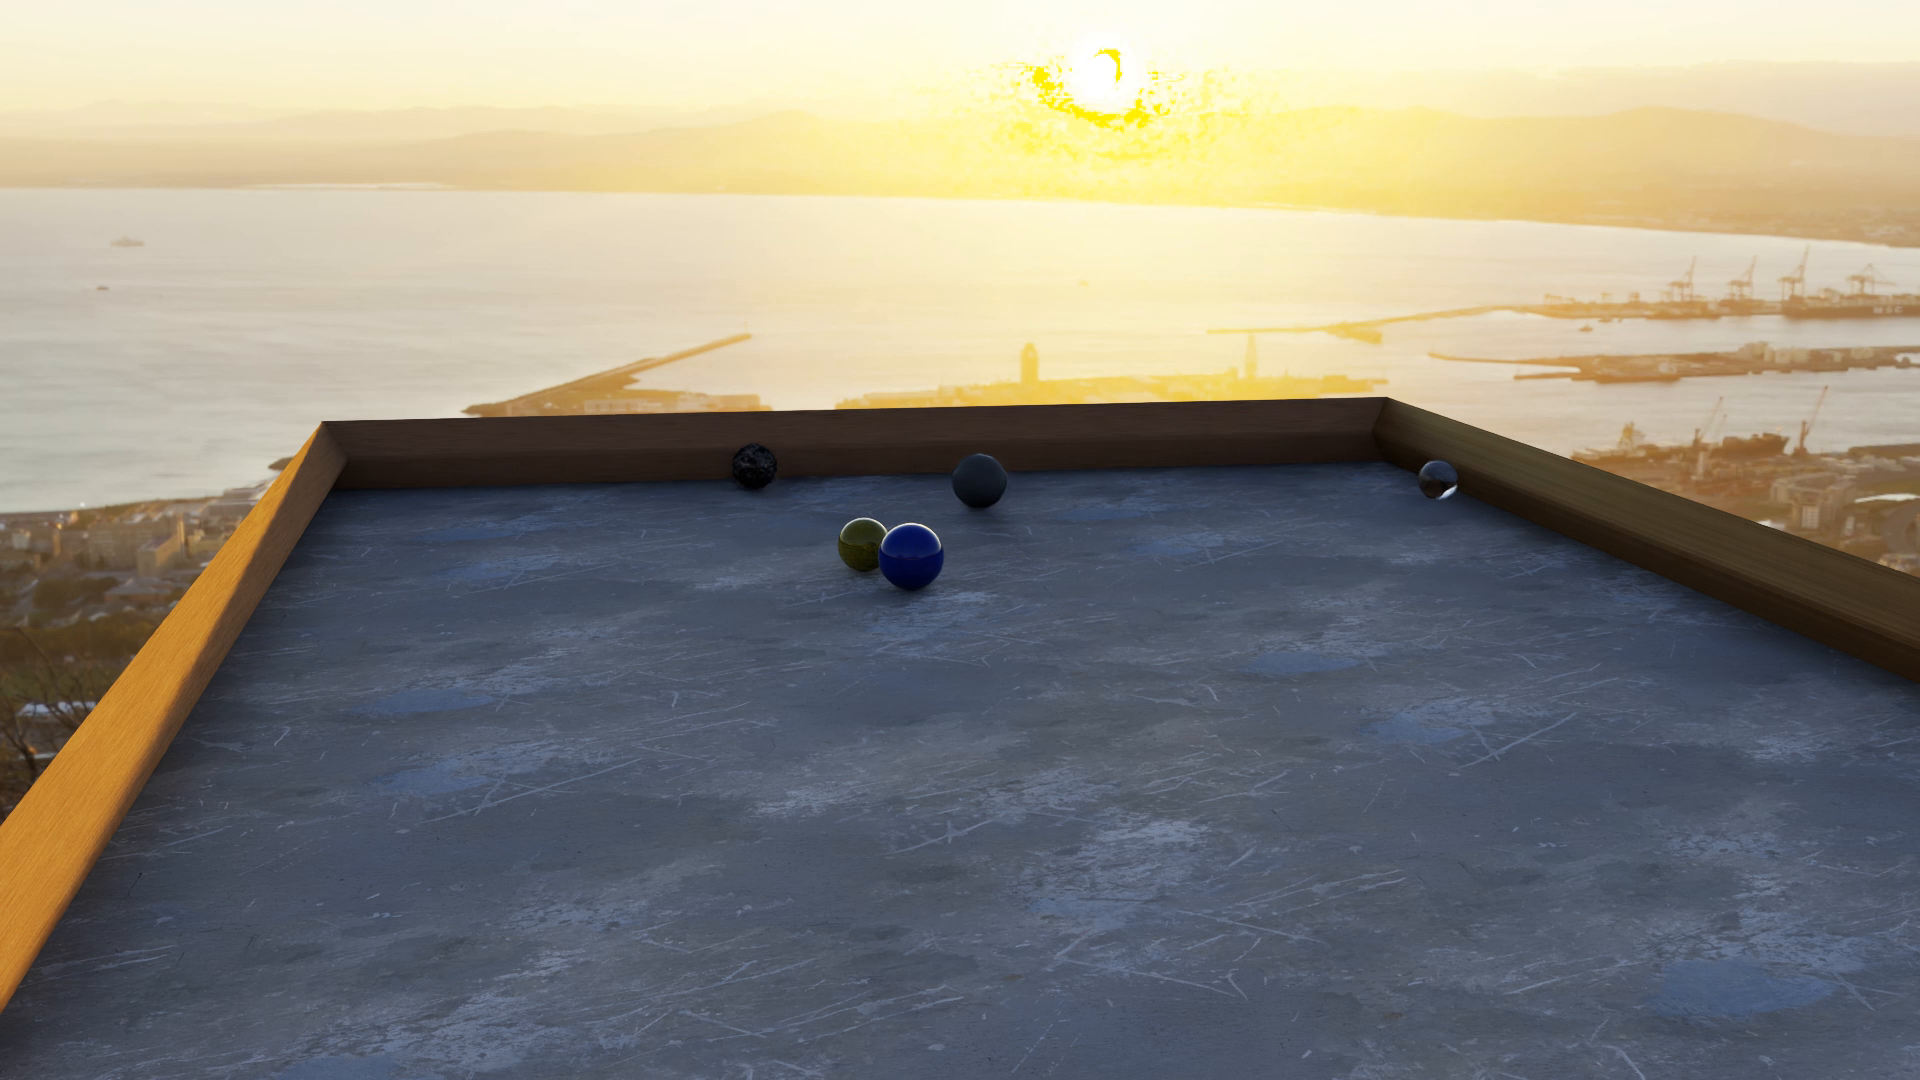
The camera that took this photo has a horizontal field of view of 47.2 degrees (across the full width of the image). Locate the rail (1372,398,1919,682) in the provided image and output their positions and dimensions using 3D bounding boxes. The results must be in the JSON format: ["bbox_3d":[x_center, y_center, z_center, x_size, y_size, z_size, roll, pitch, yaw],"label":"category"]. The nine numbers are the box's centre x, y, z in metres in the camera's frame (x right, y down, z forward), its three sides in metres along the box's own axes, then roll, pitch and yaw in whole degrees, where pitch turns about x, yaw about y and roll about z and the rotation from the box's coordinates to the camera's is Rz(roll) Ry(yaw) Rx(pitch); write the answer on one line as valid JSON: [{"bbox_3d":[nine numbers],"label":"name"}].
[{"bbox_3d":[1.072,0.111,2.449,0.045,0.118,3.428,-2,11,-10],"label":"rail"}]

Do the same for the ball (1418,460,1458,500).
[{"bbox_3d":[0.802,-0.101,3.690,0.066,0.066,0.066,0,11,0],"label":"ball"}]

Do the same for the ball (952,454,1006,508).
[{"bbox_3d":[0.032,-0.096,3.605,0.089,0.089,0.089,0,11,0],"label":"ball"}]

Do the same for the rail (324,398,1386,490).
[{"bbox_3d":[-0.145,-0.173,3.923,1.922,0.118,0.045,-2,11,-10],"label":"rail"}]

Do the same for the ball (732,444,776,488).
[{"bbox_3d":[-0.355,-0.127,3.797,0.077,0.077,0.077,0,11,0],"label":"ball"}]

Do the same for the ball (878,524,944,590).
[{"bbox_3d":[-0.067,0.023,2.984,0.091,0.091,0.091,0,11,0],"label":"ball"}]

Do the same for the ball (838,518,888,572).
[{"bbox_3d":[-0.135,0.007,3.106,0.076,0.076,0.076,0,11,0],"label":"ball"}]

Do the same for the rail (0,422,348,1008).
[{"bbox_3d":[-0.774,0.172,2.128,0.045,0.118,3.428,-2,11,-10],"label":"rail"}]
